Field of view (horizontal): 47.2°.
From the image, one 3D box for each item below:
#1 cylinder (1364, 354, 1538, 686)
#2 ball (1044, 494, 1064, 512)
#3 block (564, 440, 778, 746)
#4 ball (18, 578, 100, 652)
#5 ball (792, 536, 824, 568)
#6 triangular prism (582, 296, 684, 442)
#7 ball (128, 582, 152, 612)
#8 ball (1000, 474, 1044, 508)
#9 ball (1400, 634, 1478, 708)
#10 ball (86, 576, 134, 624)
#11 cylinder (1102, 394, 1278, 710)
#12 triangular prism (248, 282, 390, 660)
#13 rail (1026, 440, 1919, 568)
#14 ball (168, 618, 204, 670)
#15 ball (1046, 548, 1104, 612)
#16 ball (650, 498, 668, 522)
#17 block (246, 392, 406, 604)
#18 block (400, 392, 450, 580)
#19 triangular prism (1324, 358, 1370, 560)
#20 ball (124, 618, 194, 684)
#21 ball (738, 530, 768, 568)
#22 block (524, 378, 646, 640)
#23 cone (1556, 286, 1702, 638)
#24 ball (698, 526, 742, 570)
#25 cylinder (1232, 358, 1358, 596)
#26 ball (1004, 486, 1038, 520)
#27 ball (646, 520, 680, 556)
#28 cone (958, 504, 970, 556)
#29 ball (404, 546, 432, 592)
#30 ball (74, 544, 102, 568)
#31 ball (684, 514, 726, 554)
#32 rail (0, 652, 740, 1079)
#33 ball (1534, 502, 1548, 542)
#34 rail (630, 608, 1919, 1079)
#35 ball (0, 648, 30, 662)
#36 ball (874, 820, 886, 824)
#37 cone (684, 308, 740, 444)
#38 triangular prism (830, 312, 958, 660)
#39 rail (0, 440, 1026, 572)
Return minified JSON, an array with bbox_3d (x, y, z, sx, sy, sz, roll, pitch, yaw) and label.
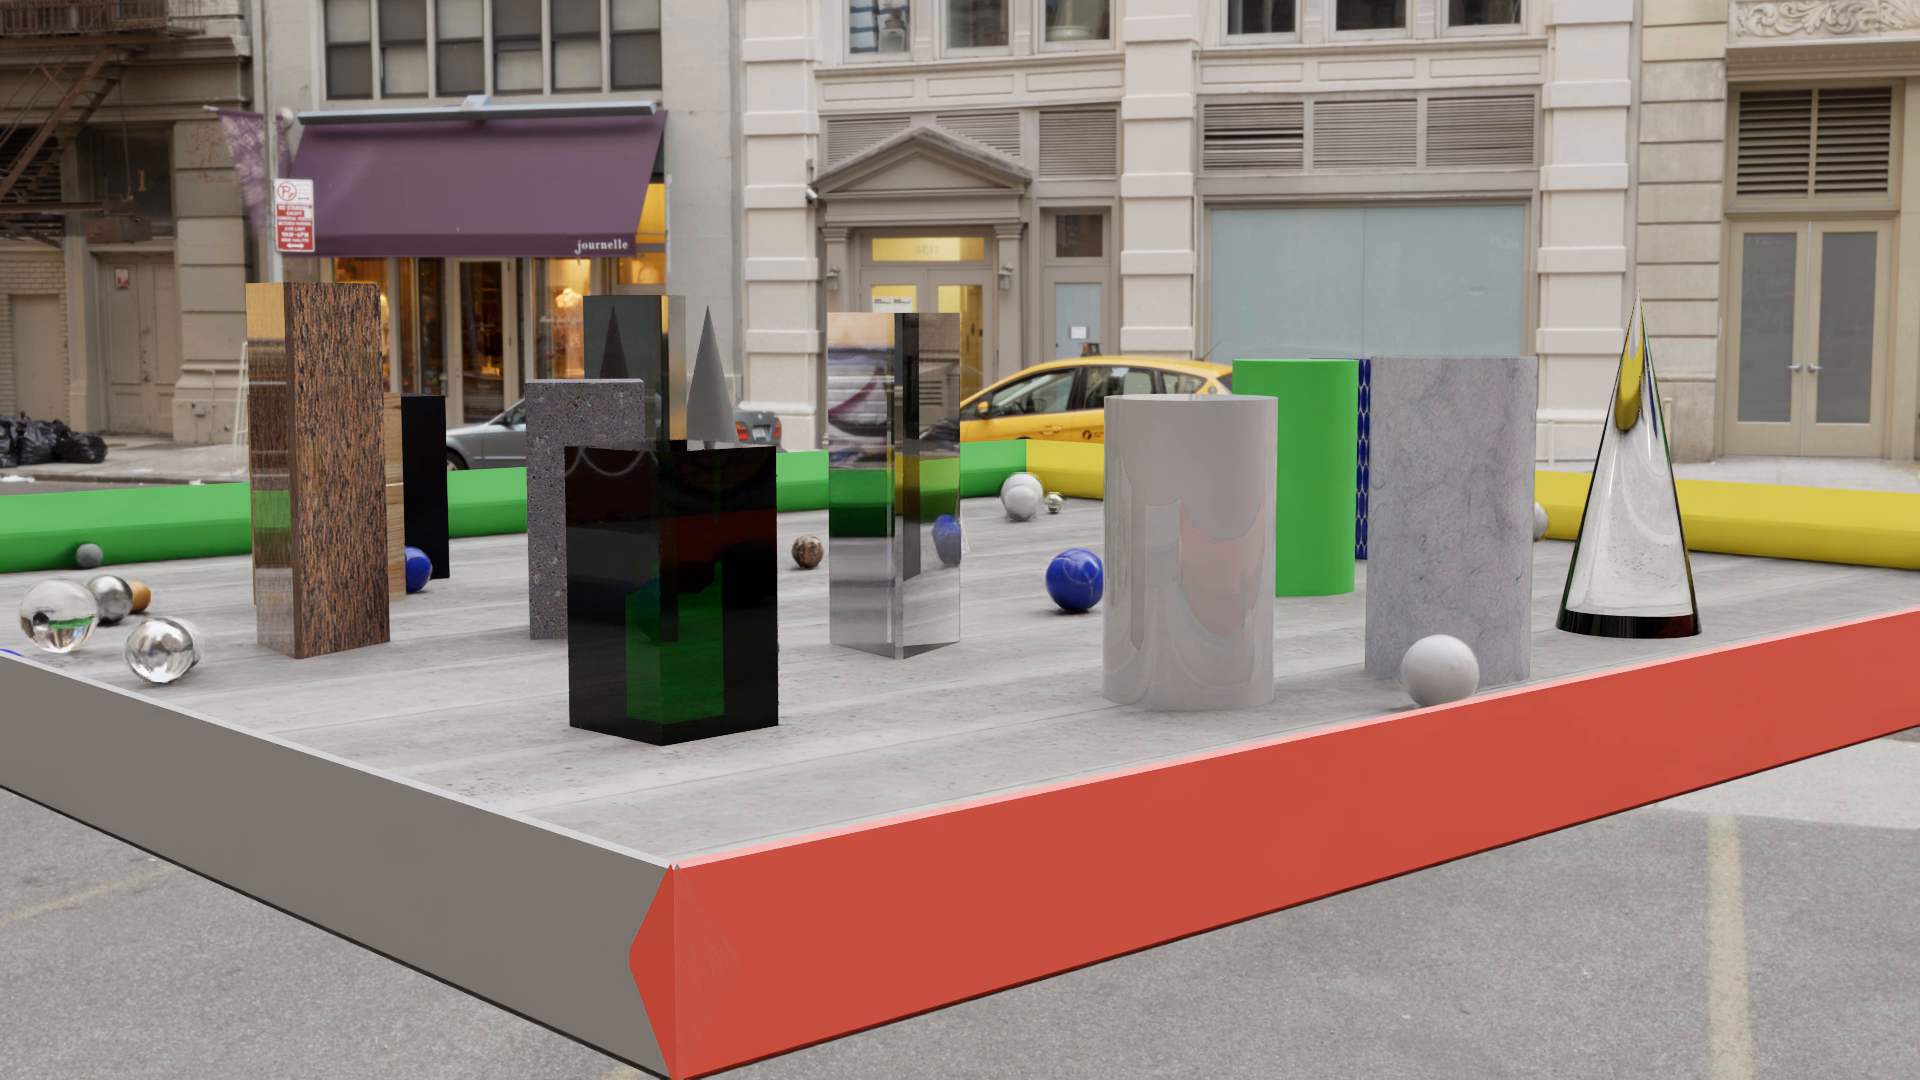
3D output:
[{"bbox_3d":[0.600,-0.030,2.692,0.199,0.389,0.199,0,6,0],"label":"cylinder"},{"bbox_3d":[0.207,-0.080,4.860,0.041,0.041,0.041,0,6,0],"label":"ball"},{"bbox_3d":[-0.308,0.050,2.351,0.159,0.302,0.159,6,8,44],"label":"block"},{"bbox_3d":[-1.176,0.099,2.871,0.097,0.097,0.097,0,6,0],"label":"ball"},{"bbox_3d":[-0.264,0.020,3.818,0.057,0.057,0.057,0,6,0],"label":"ball"},{"bbox_3d":[-0.499,-0.165,3.603,0.172,0.469,0.149,4,7,32],"label":"triangular prism"},{"bbox_3d":[-1.220,0.085,3.253,0.045,0.045,0.045,0,6,0],"label":"ball"},{"bbox_3d":[0.135,-0.098,4.772,0.093,0.093,0.093,0,6,0],"label":"ball"},{"bbox_3d":[0.535,0.148,2.453,0.085,0.085,0.085,0,6,0],"label":"ball"},{"bbox_3d":[-1.215,0.085,3.132,0.070,0.070,0.070,0,6,0],"label":"ball"},{"bbox_3d":[0.264,0.008,2.536,0.199,0.346,0.199,0,6,0],"label":"cylinder"},{"bbox_3d":[-0.833,-0.098,2.907,0.149,0.480,0.172,-4,7,-33],"label":"triangular prism"},{"bbox_3d":[1.109,-0.073,4.350,0.045,0.129,2.841,-5,8,-42],"label":"rail"},{"bbox_3d":[-0.968,0.130,2.714,0.068,0.068,0.068,0,6,0],"label":"ball"},{"bbox_3d":[0.173,0.060,3.263,0.094,0.094,0.094,0,6,0],"label":"ball"},{"bbox_3d":[-0.603,-0.054,4.509,0.061,0.061,0.061,0,6,0],"label":"ball"},{"bbox_3d":[-0.965,-0.064,3.356,0.159,0.319,0.159,3,7,29],"label":"block"},{"bbox_3d":[-0.963,-0.090,3.681,0.159,0.304,0.159,-4,7,-33],"label":"block"},{"bbox_3d":[0.751,-0.152,4.017,0.149,0.359,0.172,-5,8,-42],"label":"triangular prism"},{"bbox_3d":[-0.960,0.133,2.638,0.078,0.078,0.078,0,6,0],"label":"ball"},{"bbox_3d":[-0.367,0.015,3.832,0.064,0.064,0.064,0,6,0],"label":"ball"},{"bbox_3d":[-0.520,-0.047,3.060,0.159,0.348,0.159,-1,6,-10],"label":"block"},{"bbox_3d":[0.940,-0.114,3.068,0.199,0.479,0.199,0,6,0],"label":"cone"},{"bbox_3d":[-0.412,0.015,3.778,0.075,0.075,0.075,0,6,0],"label":"ball"},{"bbox_3d":[0.534,-0.104,3.520,0.199,0.366,0.199,0,6,0],"label":"cylinder"},{"bbox_3d":[0.130,-0.078,4.673,0.074,0.074,0.074,0,6,0],"label":"ball"},{"bbox_3d":[-0.543,-0.005,4.009,0.067,0.067,0.067,0,6,0],"label":"ball"},{"bbox_3d":[-0.080,-0.194,4.058,0.199,0.433,0.199,0,6,0],"label":"cone"},{"bbox_3d":[-0.875,0.046,3.486,0.074,0.074,0.074,0,6,0],"label":"ball"},{"bbox_3d":[-1.511,0.028,3.812,0.044,0.044,0.044,0,6,0],"label":"ball"},{"bbox_3d":[-0.460,-0.007,3.988,0.077,0.077,0.077,0,6,0],"label":"ball"},{"bbox_3d":[-1.109,0.140,2.314,0.045,0.129,2.841,-5,8,-42],"label":"rail"},{"bbox_3d":[1.084,-0.035,4.213,0.084,0.084,0.084,0,6,0],"label":"ball"},{"bbox_3d":[0.947,0.140,2.311,3.066,0.129,0.045,-5,8,-42],"label":"rail"},{"bbox_3d":[-1.013,0.160,2.309,0.092,0.092,0.092,0,6,0],"label":"ball"},{"bbox_3d":[-0.044,0.241,1.498,0.099,0.099,0.099,0,6,0],"label":"ball"},{"bbox_3d":[-0.467,-0.211,4.100,0.199,0.458,0.199,0,6,0],"label":"cone"},{"bbox_3d":[-0.064,-0.078,2.907,0.149,0.442,0.172,-4,7,-34],"label":"triangular prism"},{"bbox_3d":[-0.947,-0.073,4.353,3.066,0.129,0.045,-5,8,-42],"label":"rail"}]
